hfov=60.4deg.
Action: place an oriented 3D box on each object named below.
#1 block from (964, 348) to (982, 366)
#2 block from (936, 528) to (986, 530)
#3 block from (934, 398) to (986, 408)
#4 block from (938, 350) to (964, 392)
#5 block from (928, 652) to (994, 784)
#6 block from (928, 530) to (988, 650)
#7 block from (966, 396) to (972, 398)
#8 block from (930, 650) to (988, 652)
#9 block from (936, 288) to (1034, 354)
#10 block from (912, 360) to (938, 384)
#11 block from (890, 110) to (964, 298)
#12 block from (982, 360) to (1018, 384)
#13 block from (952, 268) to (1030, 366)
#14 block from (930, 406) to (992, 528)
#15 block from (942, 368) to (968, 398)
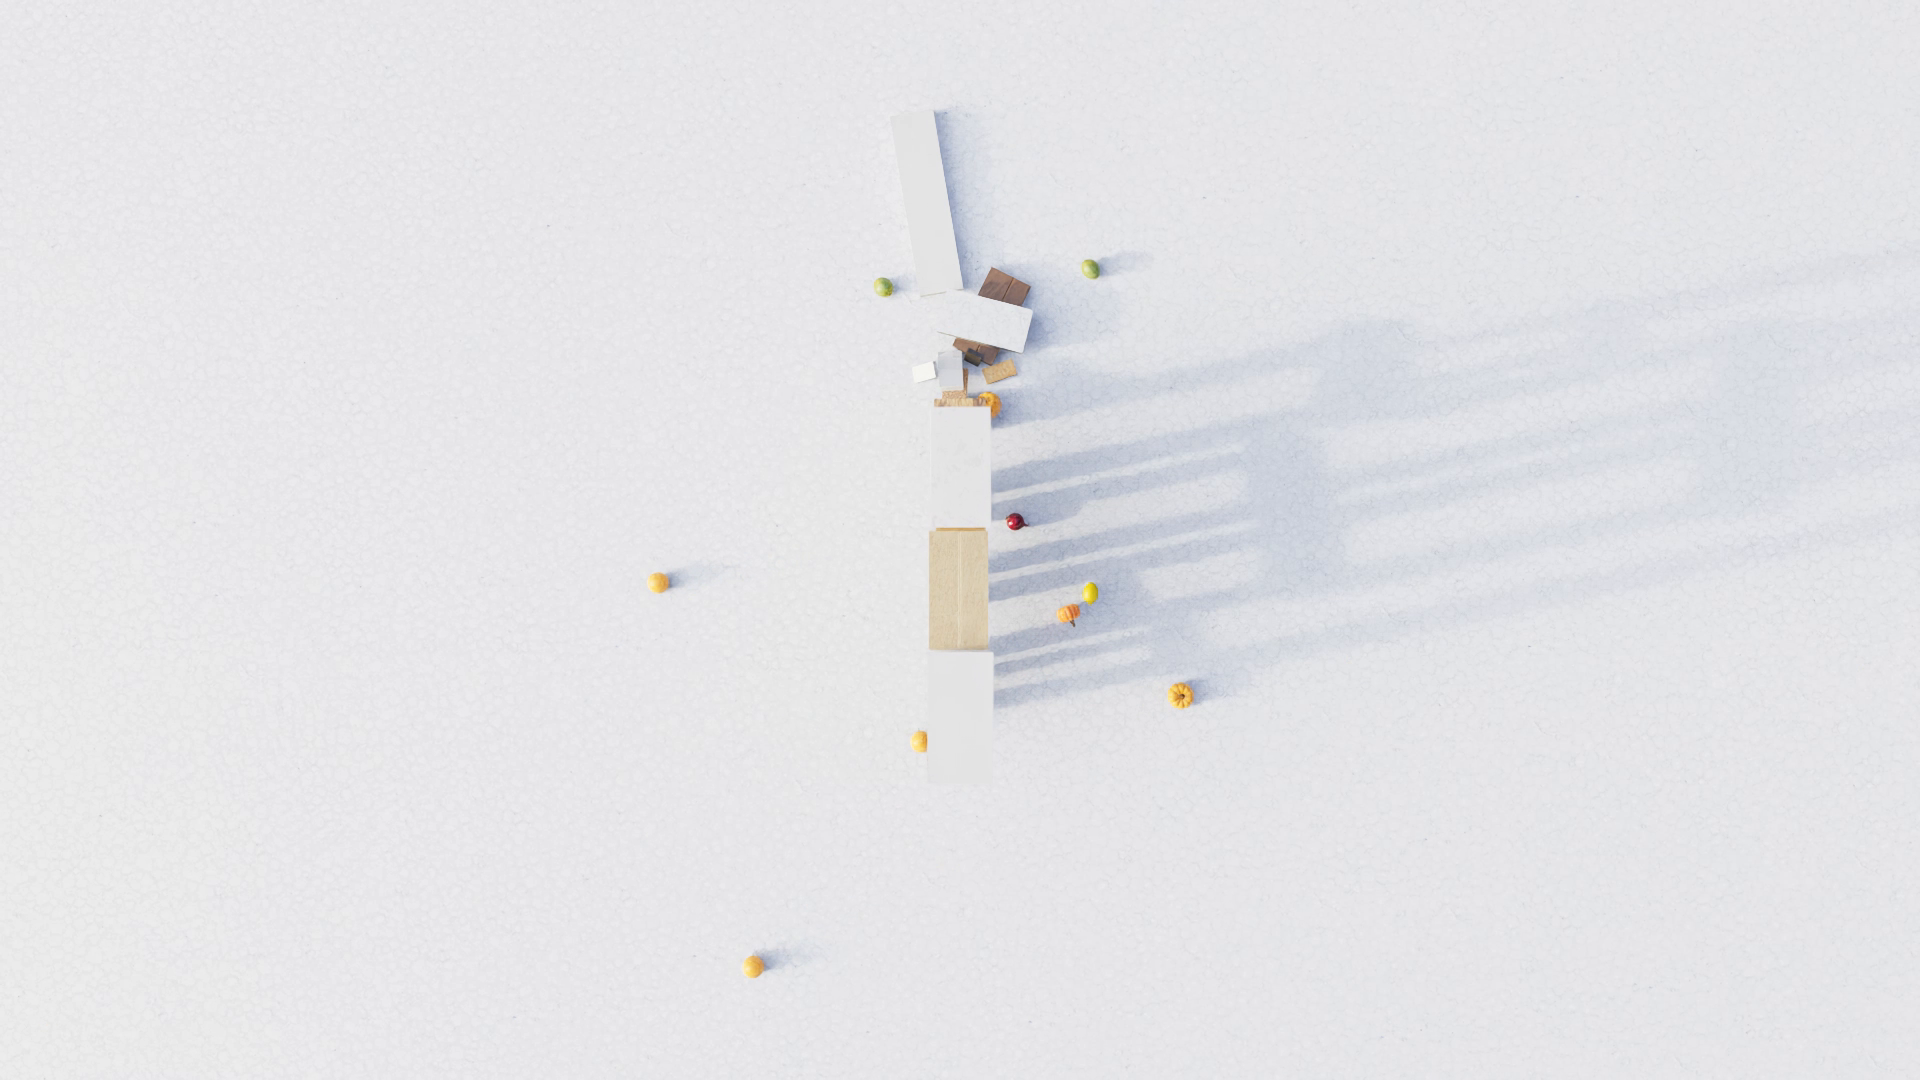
[{"bbox_3d":[0.044,-0.603,5.446,0.053,0.106,0.015,27,79,0],"label":"block"},{"bbox_3d":[0.002,-0.025,4.823,0.144,0.041,0.289,0,90,0],"label":"block"},{"bbox_3d":[0.000,-0.279,5.155,0.161,0.046,0.322,0,90,0],"label":"block"},{"bbox_3d":[-0.031,-0.558,5.443,0.079,0.022,0.158,-3,53,0],"label":"block"},{"bbox_3d":[0.001,0.475,4.431,0.175,0.050,0.350,0,90,0],"label":"block"},{"bbox_3d":[-0.004,0.135,4.460,0.160,0.045,0.320,0,90,0],"label":"block"},{"bbox_3d":[0.003,-0.441,5.422,0.079,0.158,0.022,0,111,0],"label":"block"},{"bbox_3d":[-0.002,0.291,4.830,0.167,0.047,0.334,0,90,0],"label":"block"},{"bbox_3d":[0.082,-0.721,5.438,0.292,0.041,0.146,14,90,0],"label":"block"},{"bbox_3d":[-0.115,-0.555,5.456,0.015,0.106,0.053,-10,90,-42],"label":"block"},{"bbox_3d":[-0.111,-1.117,5.479,0.146,0.041,0.601,-10,90,0],"label":"block"},{"bbox_3d":[0.132,-0.560,5.492,0.106,0.015,0.053,-19,90,0],"label":"block"},{"bbox_3d":[0.105,-0.742,5.479,0.146,0.041,0.292,27,90,0],"label":"block"},{"bbox_3d":[0.002,-0.196,4.456,0.162,0.046,0.323,0,90,0],"label":"block"},{"bbox_3d":[-0.016,-0.506,5.436,0.079,0.022,0.158,1,47,3],"label":"block"}]
